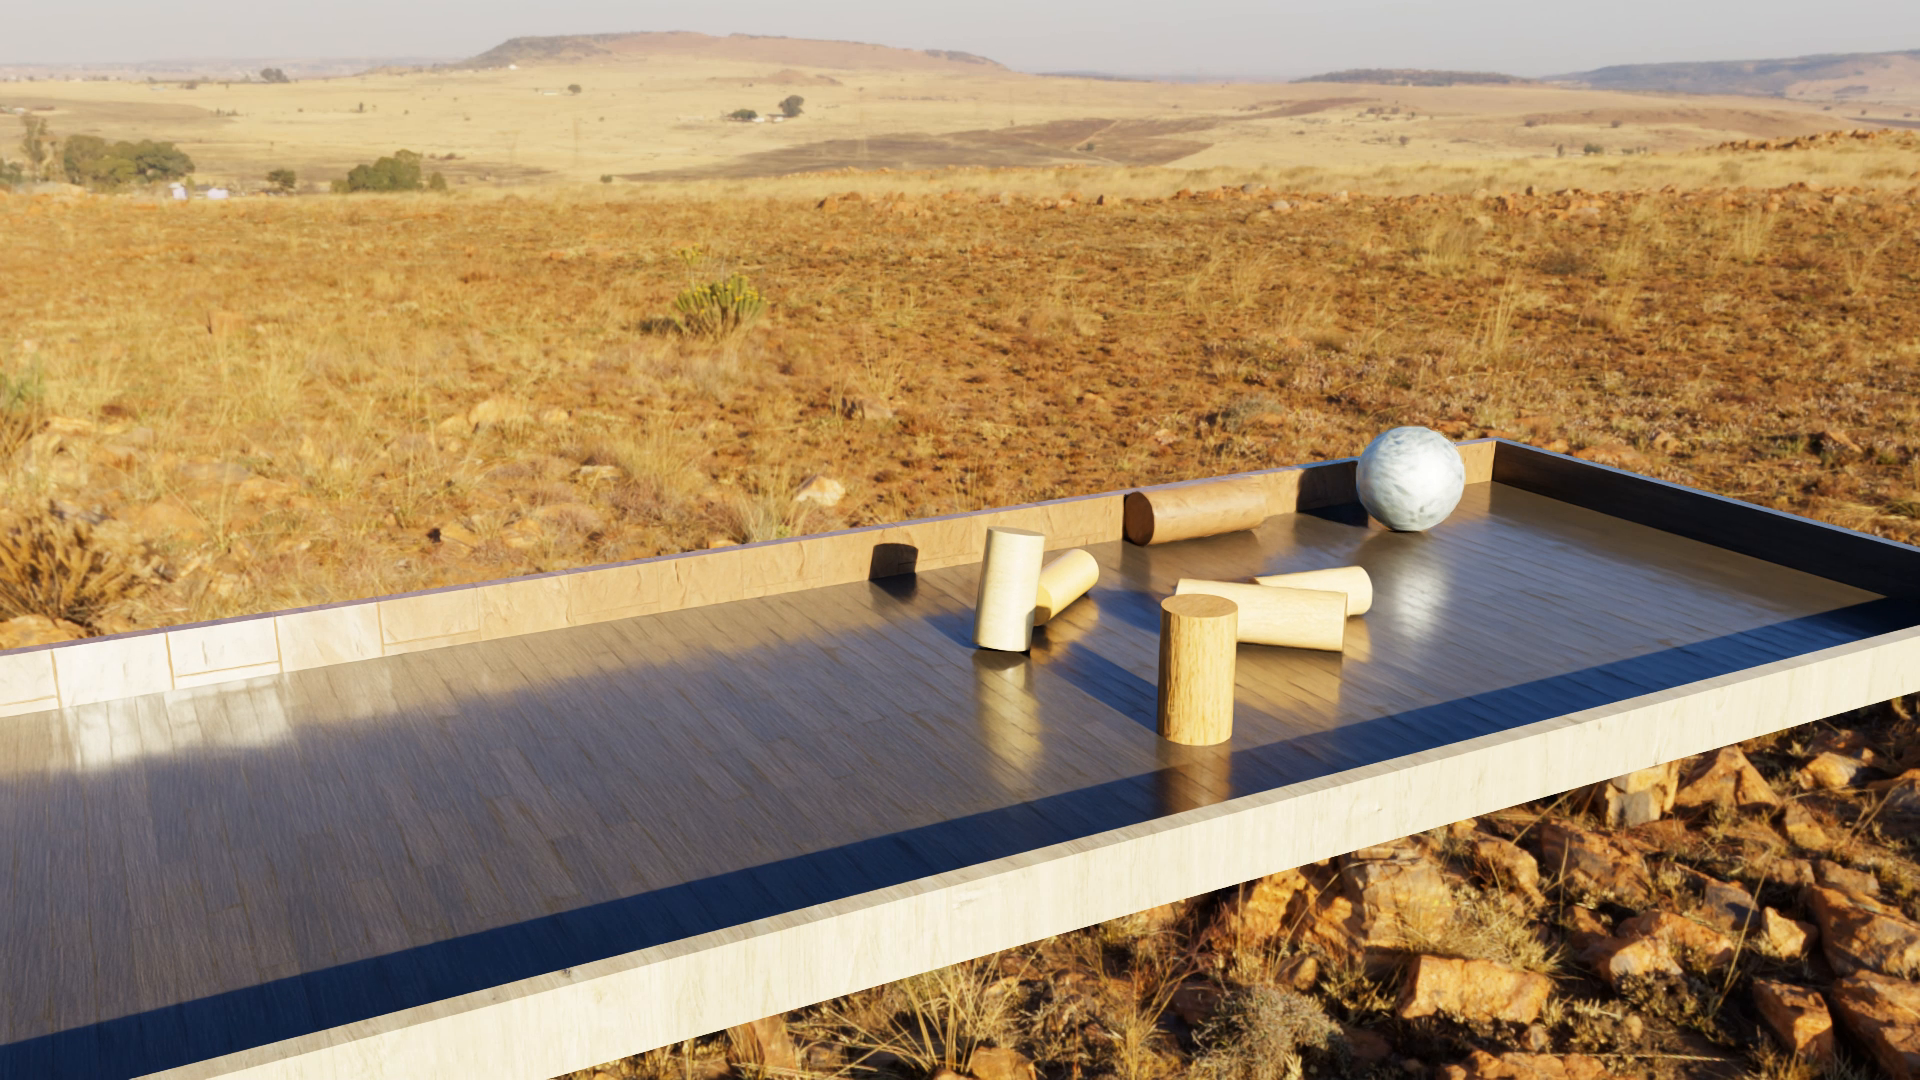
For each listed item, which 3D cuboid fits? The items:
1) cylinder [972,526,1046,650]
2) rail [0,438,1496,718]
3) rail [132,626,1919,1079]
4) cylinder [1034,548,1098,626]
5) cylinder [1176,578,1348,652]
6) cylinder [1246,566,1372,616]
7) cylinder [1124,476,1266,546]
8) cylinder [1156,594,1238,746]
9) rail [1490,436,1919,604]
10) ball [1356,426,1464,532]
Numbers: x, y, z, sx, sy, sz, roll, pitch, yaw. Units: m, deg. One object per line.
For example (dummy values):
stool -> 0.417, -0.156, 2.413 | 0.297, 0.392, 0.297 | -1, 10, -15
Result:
cylinder -> 0.128, 0.126, 4.342 | 0.156, 0.303, 0.156 | 7, 7, -1
rail -> -3.305, 0.497, 3.399 | 12.000, 0.150, 0.050 | -9, 18, -27
rail -> -2.336, 1.006, 1.665 | 12.000, 0.150, 0.050 | -9, 18, -27
cylinder -> 0.270, 0.132, 4.677 | 0.129, 0.129, 0.341 | 8, 18, 25
cylinder -> 0.802, 0.200, 4.396 | 0.438, 0.158, 0.158 | 5, 17, 16
cylinder -> 0.965, 0.156, 4.584 | 0.330, 0.135, 0.135 | -6, 17, -18
cylinder -> 0.765, -0.096, 5.367 | 0.438, 0.176, 0.176 | -9, 18, -27
cylinder -> 0.546, 0.296, 3.800 | 0.174, 0.308, 0.174 | 0, 16, 0
rail -> 2.466, -0.048, 5.253 | 0.050, 0.150, 2.100 | -9, 18, -27
ball -> 1.478, -0.201, 5.422 | 0.348, 0.348, 0.348 | 0, 16, 0
